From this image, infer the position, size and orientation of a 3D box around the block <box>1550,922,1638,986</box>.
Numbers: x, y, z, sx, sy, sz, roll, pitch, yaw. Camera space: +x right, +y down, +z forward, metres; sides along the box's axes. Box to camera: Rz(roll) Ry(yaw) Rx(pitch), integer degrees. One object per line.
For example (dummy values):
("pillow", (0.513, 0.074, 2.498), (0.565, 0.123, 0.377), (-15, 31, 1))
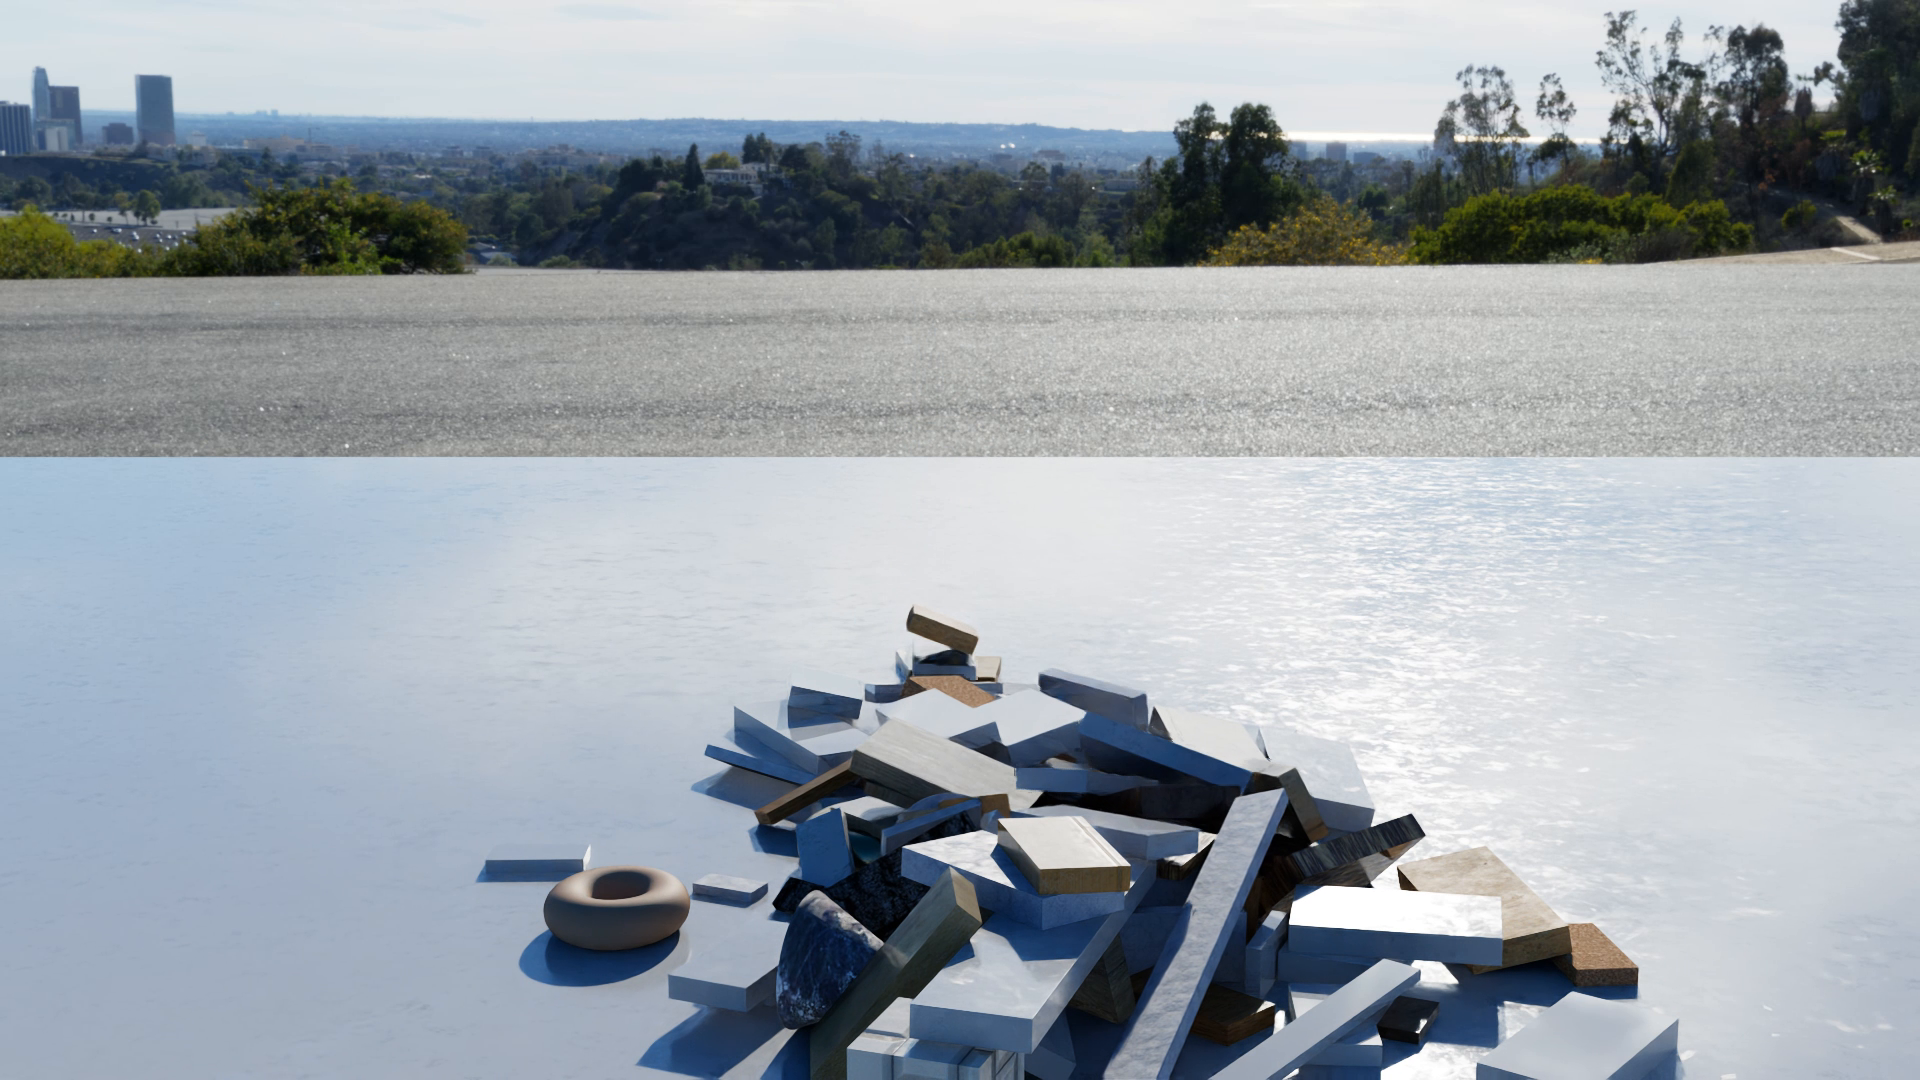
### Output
("block", (0.955, 0.633, 3.364), (0.095, 0.027, 0.190), (-1, 11, -5))

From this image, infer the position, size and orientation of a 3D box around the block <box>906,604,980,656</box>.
("block", (-0.041, 0.202, 4.990), (0.153, 0.043, 0.306), (21, 1, -2))

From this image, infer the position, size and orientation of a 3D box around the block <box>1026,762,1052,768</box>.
("block", (0.105, 0.415, 3.946), (0.081, 0.023, 0.163), (-5, 6, -25))

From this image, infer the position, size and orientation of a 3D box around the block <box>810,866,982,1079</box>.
("block", (-0.089, 0.590, 2.952), (0.043, 0.304, 0.152), (39, 6, -10))

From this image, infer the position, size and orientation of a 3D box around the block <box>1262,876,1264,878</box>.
("block", (0.520, 0.564, 3.764), (0.061, 0.017, 0.121), (-5, 11, -23))

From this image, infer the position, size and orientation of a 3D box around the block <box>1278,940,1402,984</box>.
("block", (0.607, 0.617, 3.402), (0.155, 0.044, 0.310), (4, 11, 22))

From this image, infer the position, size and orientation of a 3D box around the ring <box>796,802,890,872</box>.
("ring", (-0.140, 0.520, 3.795), (0.285, 0.095, 0.285), (-1, 10, 0))

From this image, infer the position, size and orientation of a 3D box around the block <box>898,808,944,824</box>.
("block", (-0.025, 0.529, 3.427), (0.109, 0.219, 0.031), (-4, -17, -18))

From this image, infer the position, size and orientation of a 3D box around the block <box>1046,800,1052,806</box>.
("block", (0.110, 0.480, 3.984), (0.028, 0.099, 0.197), (-29, 22, -22))

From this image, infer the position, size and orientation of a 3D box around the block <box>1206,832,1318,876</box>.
("block", (0.503, 0.531, 3.748), (0.124, 0.035, 0.247), (-5, 4, -32))

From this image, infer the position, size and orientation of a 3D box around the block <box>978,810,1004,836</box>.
("block", (0.039, 0.535, 3.406), (0.031, 0.109, 0.219), (-25, 23, 43))

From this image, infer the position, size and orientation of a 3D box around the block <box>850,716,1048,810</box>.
("block", (-0.016, 0.407, 3.765), (0.309, 0.044, 0.154), (22, 25, 17))

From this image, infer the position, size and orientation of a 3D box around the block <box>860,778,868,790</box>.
("block", (-0.111, 0.428, 4.100), (0.149, 0.016, 0.057), (-14, -19, -31))

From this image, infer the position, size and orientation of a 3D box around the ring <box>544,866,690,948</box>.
("ring", (-0.545, 0.583, 3.497), (0.232, 0.077, 0.232), (0, 12, 0))

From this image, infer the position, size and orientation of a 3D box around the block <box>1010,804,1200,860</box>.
("block", (0.219, 0.446, 3.367), (0.264, 0.037, 0.132), (4, 2, 41))

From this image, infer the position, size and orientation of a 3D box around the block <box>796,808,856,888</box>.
("block", (-0.222, 0.526, 3.652), (0.084, 0.024, 0.168), (-24, 39, 7))

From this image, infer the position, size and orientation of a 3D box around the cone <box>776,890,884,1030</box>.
("cone", (-0.126, 0.606, 3.079), (0.197, 0.197, 0.197), (7, 12, 19))

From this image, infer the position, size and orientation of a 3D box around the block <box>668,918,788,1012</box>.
("block", (-0.306, 0.619, 3.218), (0.126, 0.036, 0.252), (5, 11, 23))

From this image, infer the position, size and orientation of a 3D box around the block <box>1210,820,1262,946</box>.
("block", (0.428, 0.553, 3.480), (0.039, 0.139, 0.277), (5, 10, -3))

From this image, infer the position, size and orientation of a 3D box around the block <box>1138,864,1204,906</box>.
("block", (0.275, 0.573, 3.381), (0.277, 0.139, 0.039), (-8, 13, -37))

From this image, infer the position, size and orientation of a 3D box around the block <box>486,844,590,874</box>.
("block", (-0.730, 0.552, 3.811), (0.167, 0.024, 0.084), (0, 11, -2))

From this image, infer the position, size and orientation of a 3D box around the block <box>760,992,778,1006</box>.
("block", (-0.251, 0.635, 3.329), (0.126, 0.036, 0.253), (7, 13, 35))

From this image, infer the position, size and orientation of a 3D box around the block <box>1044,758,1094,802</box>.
("block", (0.284, 0.462, 4.016), (0.276, 0.039, 0.138), (14, 8, 6))

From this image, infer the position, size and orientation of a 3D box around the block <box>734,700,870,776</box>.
("block", (-0.314, 0.404, 4.551), (0.153, 0.043, 0.431), (-6, 12, -28))

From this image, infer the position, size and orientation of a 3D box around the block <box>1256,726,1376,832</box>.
("block", (0.663, 0.449, 4.140), (0.178, 0.050, 0.356), (11, 14, -1))

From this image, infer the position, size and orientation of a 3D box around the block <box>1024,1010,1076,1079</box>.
("block", (0.078, 0.651, 3.046), (0.142, 0.040, 0.284), (29, 9, -7))

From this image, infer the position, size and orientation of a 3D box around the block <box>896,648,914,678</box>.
("block", (-0.086, 0.293, 5.187), (0.102, 0.029, 0.203), (-2, 11, -10))

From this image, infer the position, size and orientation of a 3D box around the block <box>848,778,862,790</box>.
("block", (-0.166, 0.471, 4.162), (0.148, 0.021, 0.074), (10, -13, 45))

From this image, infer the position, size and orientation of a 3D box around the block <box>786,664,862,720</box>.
("block", (-0.296, 0.330, 4.782), (0.153, 0.043, 0.306), (12, 4, -6))

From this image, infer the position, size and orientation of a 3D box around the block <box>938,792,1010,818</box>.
("block", (0.038, 0.517, 3.489), (0.109, 0.219, 0.031), (-4, -16, -21))

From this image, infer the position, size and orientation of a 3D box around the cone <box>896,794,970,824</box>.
("cone", (-0.048, 0.551, 3.596), (0.233, 0.233, 0.233), (-4, -15, -22))

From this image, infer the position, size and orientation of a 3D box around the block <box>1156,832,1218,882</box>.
("block", (0.334, 0.486, 3.405), (0.084, 0.024, 0.167), (5, 12, 27))

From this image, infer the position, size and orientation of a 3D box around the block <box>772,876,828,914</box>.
("block", (-0.246, 0.585, 3.569), (0.112, 0.016, 0.056), (8, 50, 37))

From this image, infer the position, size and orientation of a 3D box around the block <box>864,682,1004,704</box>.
("block", (-0.057, 0.327, 4.721), (0.276, 0.039, 0.138), (0, -2, -11))

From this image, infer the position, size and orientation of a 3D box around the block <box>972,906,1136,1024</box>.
("block", (0.127, 0.599, 3.215), (0.283, 0.142, 0.040), (11, 33, 45))

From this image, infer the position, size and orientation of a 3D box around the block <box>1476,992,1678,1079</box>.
("block", (0.838, 0.697, 2.974), (0.155, 0.044, 0.310), (8, 13, 38))

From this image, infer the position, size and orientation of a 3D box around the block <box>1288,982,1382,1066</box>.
("block", (0.526, 0.680, 3.098), (0.108, 0.031, 0.216), (1, 11, 3))

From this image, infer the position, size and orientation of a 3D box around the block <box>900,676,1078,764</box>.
("block", (0.059, 0.368, 4.388), (0.338, 0.048, 0.169), (30, 16, 34))
